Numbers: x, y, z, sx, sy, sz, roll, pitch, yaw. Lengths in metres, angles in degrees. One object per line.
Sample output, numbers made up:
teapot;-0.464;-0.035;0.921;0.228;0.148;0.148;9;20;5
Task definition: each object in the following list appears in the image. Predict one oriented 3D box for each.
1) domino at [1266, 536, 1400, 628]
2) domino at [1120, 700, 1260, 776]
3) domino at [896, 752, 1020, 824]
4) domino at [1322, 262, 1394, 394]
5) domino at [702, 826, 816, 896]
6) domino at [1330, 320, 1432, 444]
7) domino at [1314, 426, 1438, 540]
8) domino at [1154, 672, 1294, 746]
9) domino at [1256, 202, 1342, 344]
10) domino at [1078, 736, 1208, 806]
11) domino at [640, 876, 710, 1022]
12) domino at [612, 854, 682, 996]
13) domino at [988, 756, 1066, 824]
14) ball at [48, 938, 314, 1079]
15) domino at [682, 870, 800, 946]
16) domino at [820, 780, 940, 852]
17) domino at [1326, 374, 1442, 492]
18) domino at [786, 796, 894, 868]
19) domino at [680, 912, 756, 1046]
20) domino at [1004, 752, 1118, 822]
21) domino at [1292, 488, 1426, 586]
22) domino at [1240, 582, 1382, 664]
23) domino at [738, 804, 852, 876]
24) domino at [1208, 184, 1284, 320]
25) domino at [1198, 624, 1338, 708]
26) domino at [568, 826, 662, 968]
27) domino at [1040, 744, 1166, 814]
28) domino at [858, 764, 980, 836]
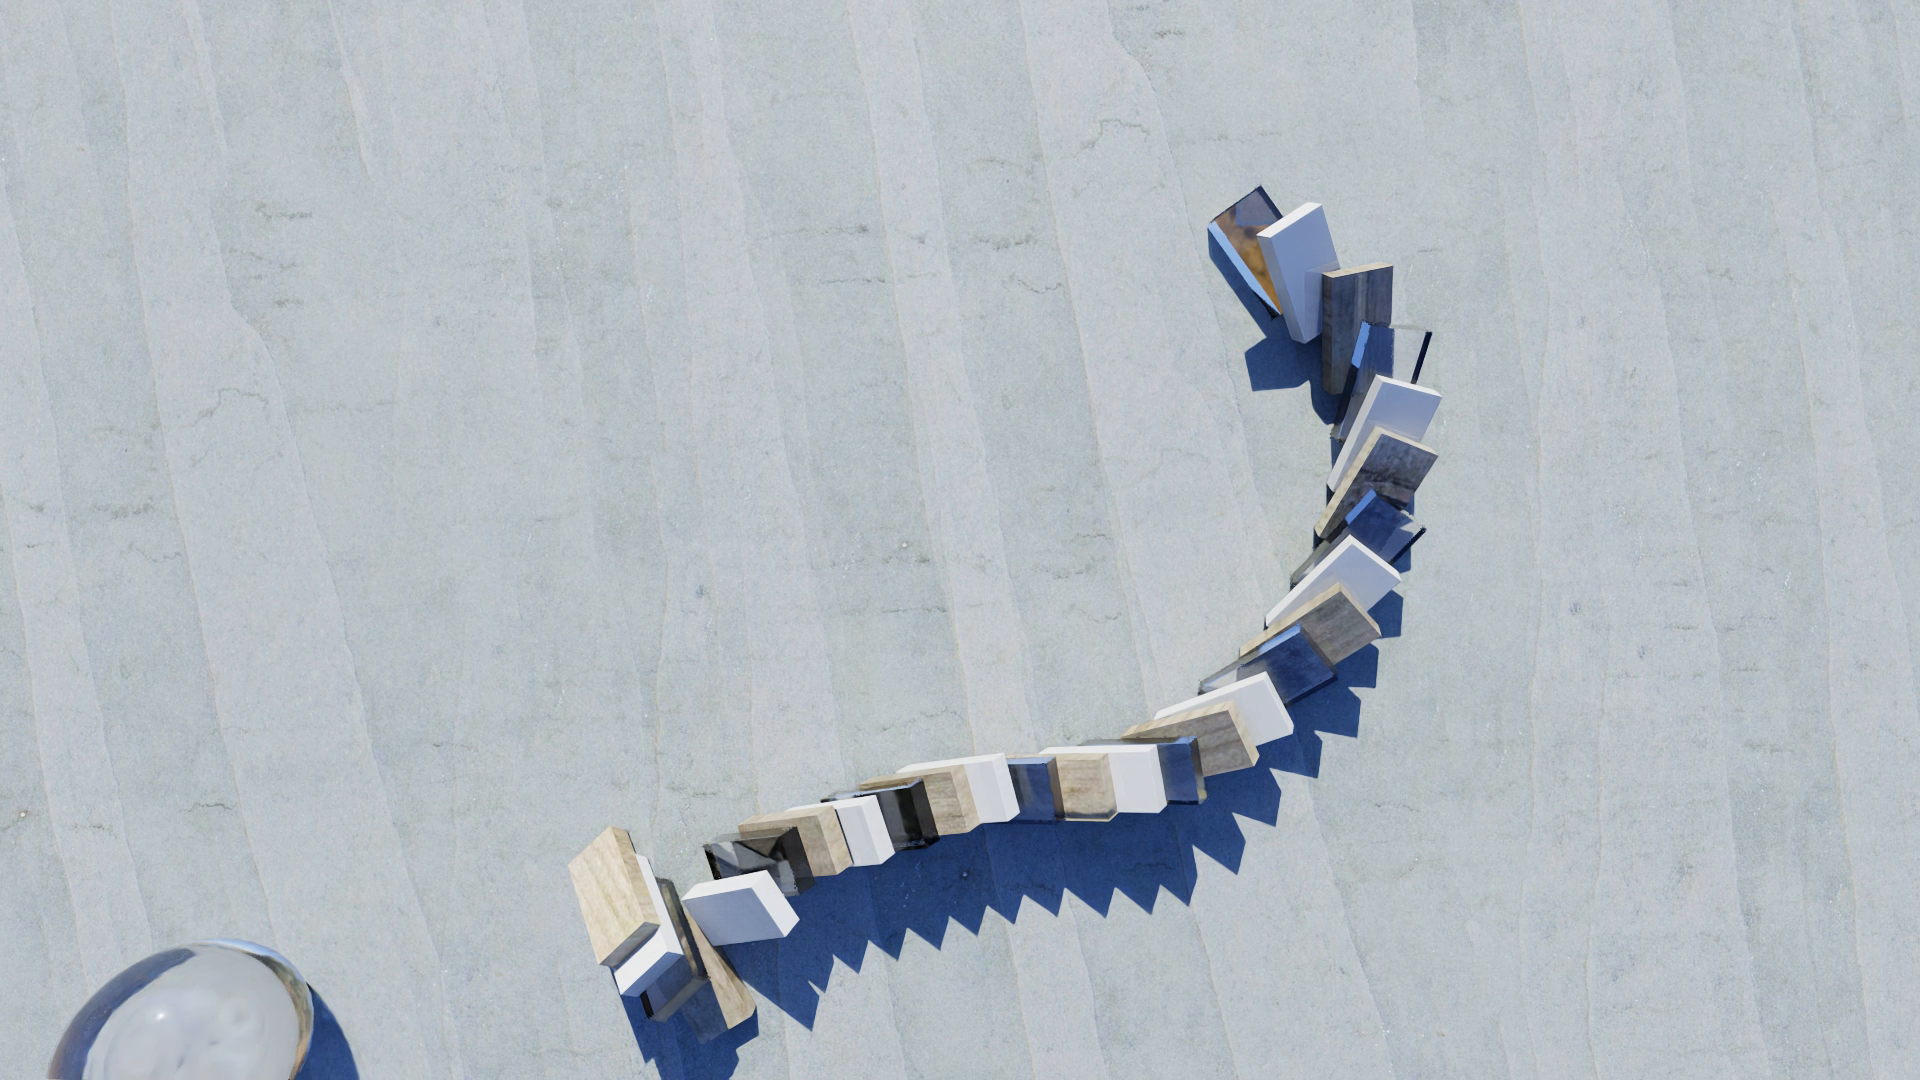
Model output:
domino;0.156;0.025;0.384;0.025;0.009;0.050;37;117;0
domino;0.095;0.086;0.381;0.050;0.010;0.025;-24;92;34
domino;-0.001;0.105;0.382;0.050;0.010;0.025;-16;88;33
domino;0.166;-0.088;0.385;0.025;0.010;0.050;-11;117;0
domino;-0.084;0.135;0.382;0.050;0.009;0.025;-18;90;35
domino;0.176;-0.065;0.385;0.025;0.009;0.050;5;116;0
domino;0.174;-0.020;0.384;0.025;0.009;0.050;21;116;-2
domino;0.110;0.077;0.385;0.050;0.009;0.025;-27;90;26
domino;0.144;-0.110;0.381;0.025;0.010;0.050;-33;119;-1
domino;0.075;0.096;0.382;0.050;0.009;0.025;-10;90;33
domino;-0.124;0.169;0.380;0.025;0.010;0.050;-43;49;0
domino;-0.135;0.159;0.380;0.025;0.010;0.050;-43;49;0
domino;0.017;0.105;0.384;0.050;0.010;0.025;-9;90;29
ball;-0.303;0.200;0.360;0.080;0.080;0.080;0;90;0
domino;-0.092;0.153;0.380;0.050;0.009;0.025;-24;100;36
domino;-0.034;0.116;0.382;0.050;0.010;0.025;-18;87;33
domino;0.177;-0.041;0.385;0.025;0.010;0.050;15;116;0
domino;-0.053;0.123;0.382;0.050;0.010;0.025;-18;90;33
domino;-0.112;0.188;0.395;0.025;0.009;0.050;-31;90;0
domino;0.039;0.103;0.383;0.050;0.010;0.025;-10;90;31
domino;0.167;0.006;0.385;0.025;0.009;0.050;35;115;0
domino;0.146;0.043;0.384;0.025;0.009;0.050;47;117;-4
domino;-0.069;0.127;0.382;0.050;0.009;0.025;-19;90;35
domino;0.133;-0.124;0.395;0.025;0.009;0.050;-35;90;0
domino;0.129;0.059;0.384;0.050;0.009;0.025;-38;92;27
domino;-0.144;0.147;0.380;0.025;0.009;0.050;-43;49;0
domino;0.059;0.100;0.382;0.050;0.010;0.025;-10;90;33
domino;-0.018;0.110;0.382;0.050;0.009;0.025;-18;87;33
